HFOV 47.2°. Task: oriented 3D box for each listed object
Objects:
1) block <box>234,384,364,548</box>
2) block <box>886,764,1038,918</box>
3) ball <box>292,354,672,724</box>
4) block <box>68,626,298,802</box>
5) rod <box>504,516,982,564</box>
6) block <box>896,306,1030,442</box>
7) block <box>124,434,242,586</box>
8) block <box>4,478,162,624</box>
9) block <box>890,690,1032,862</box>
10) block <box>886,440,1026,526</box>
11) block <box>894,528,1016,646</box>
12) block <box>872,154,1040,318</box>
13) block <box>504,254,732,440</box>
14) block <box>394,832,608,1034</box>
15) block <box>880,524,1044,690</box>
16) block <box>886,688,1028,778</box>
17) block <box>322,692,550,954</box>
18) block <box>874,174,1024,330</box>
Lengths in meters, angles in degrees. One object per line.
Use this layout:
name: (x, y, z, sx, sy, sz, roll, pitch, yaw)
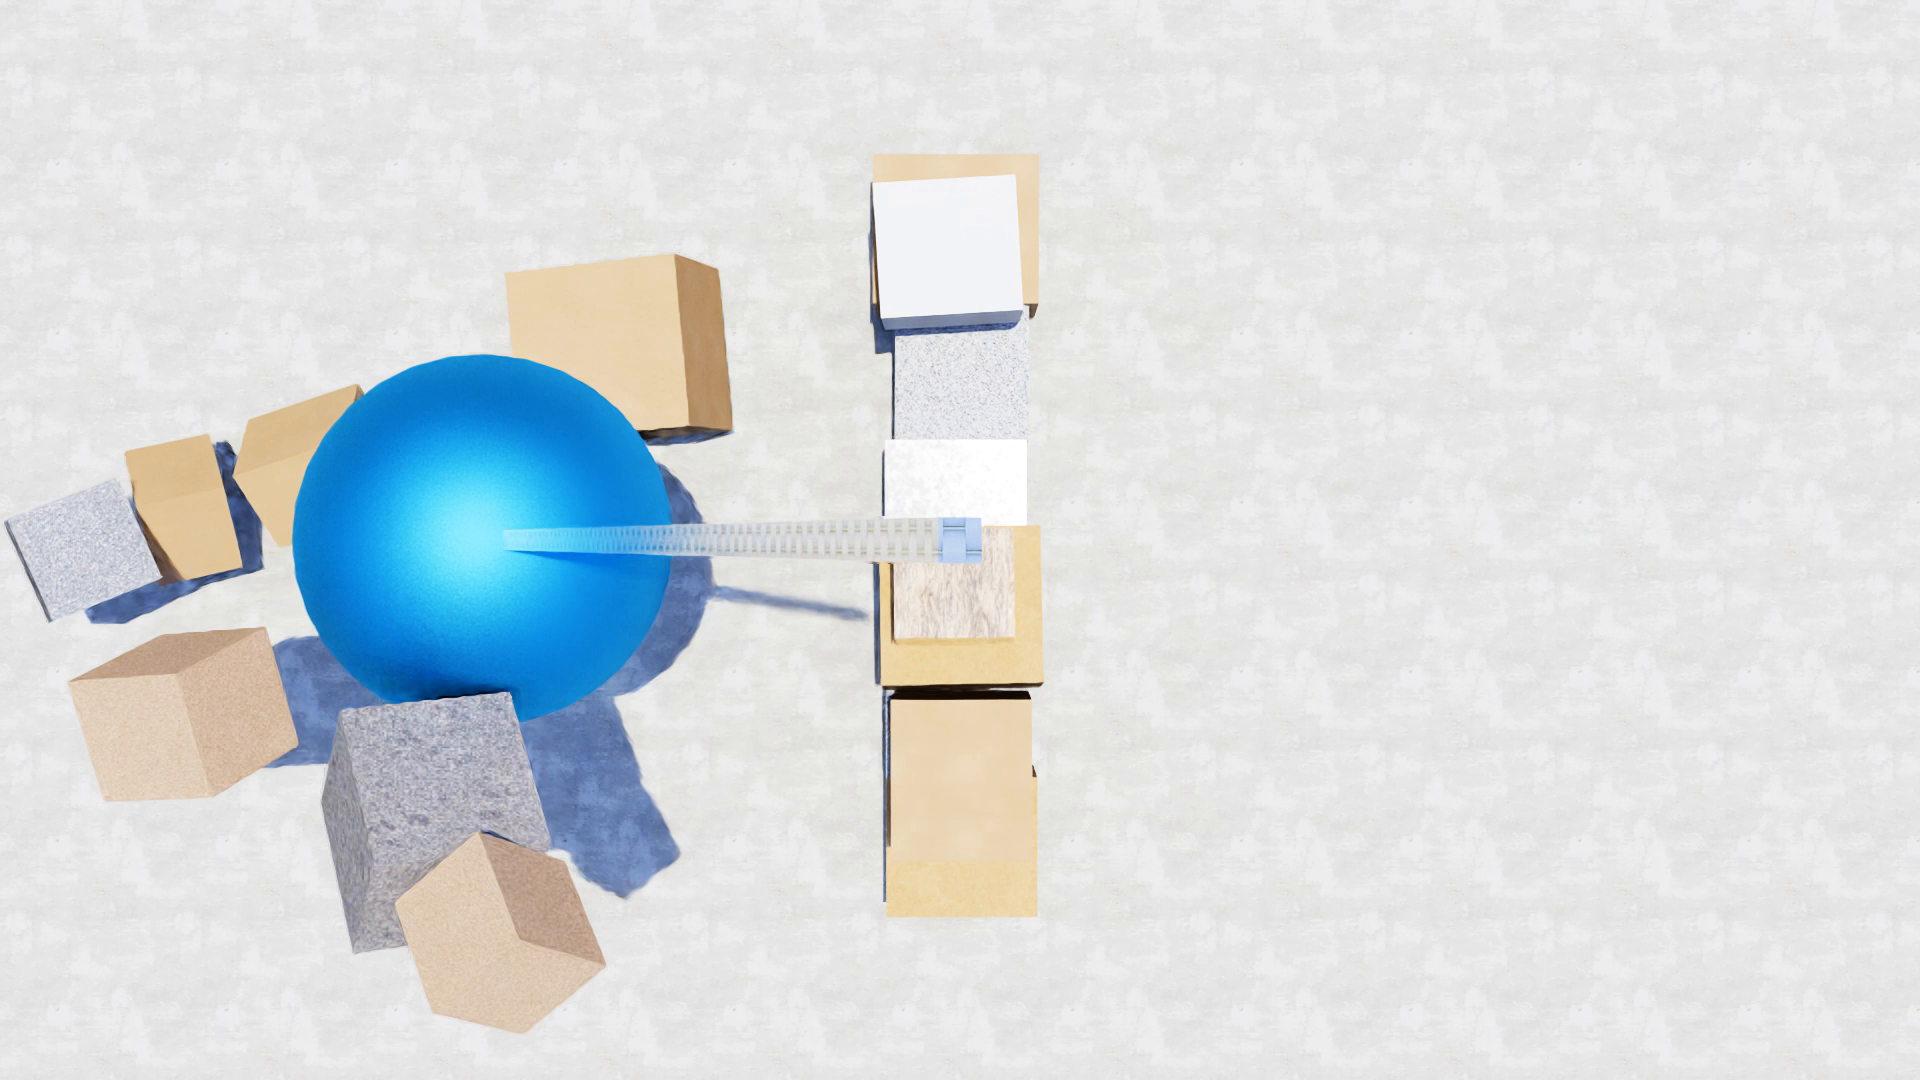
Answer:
block: (-3.625, -0.421, 12.438, 0.678, 0.571, 0.534, -18, 127, 6)
block: (0.011, 1.719, 12.651, 0.845, 0.698, 0.783, 0, 90, 0)
ball: (-2.039, 0.000, 9.454, 1.600, 1.600, 1.600, 0, 90, 0)
block: (-3.603, 0.809, 10.232, 0.641, 0.630, 0.598, -5, 106, 23)
rod: (-0.884, 0.000, 6.257, 0.080, 5.200, 0.080, 0, 90, -20)
block: (0.012, -0.937, 12.654, 0.748, 0.691, 0.756, 0, 90, 0)
block: (-4.411, -0.175, 12.500, 0.467, 0.568, 0.563, -14, 130, -19)
block: (-4.840, 0.062, 12.131, 0.597, 0.595, 0.595, -25, 97, -24)
block: (0.008, 1.255, 11.812, 0.736, 0.697, 0.844, 0, 90, 0)
block: (-0.024, -0.105, 12.634, 0.788, 0.732, 0.906, 0, 90, 0)
block: (-0.029, 0.244, 11.149, 0.593, 0.624, 0.542, -1, 84, 0)
block: (-0.022, -1.731, 12.610, 0.923, 0.780, 0.829, 0, 90, 0)
block: (-1.922, -1.059, 12.500, 0.982, 0.833, 0.945, -5, 90, 11)
block: (-1.762, 1.513, 8.441, 0.458, 0.507, 0.512, -40, 54, 12)
block: (0.006, 0.376, 11.806, 0.844, 0.712, 0.823, -1, 84, 0)
block: (-0.015, 0.865, 12.580, 0.788, 0.839, 0.906, 0, 90, 0)
block: (-2.129, 1.136, 8.875, 0.683, 0.687, 0.716, -5, 54, -27)
block: (-0.062, -1.545, 11.895, 0.750, 0.650, 0.712, -3, 90, 0)
